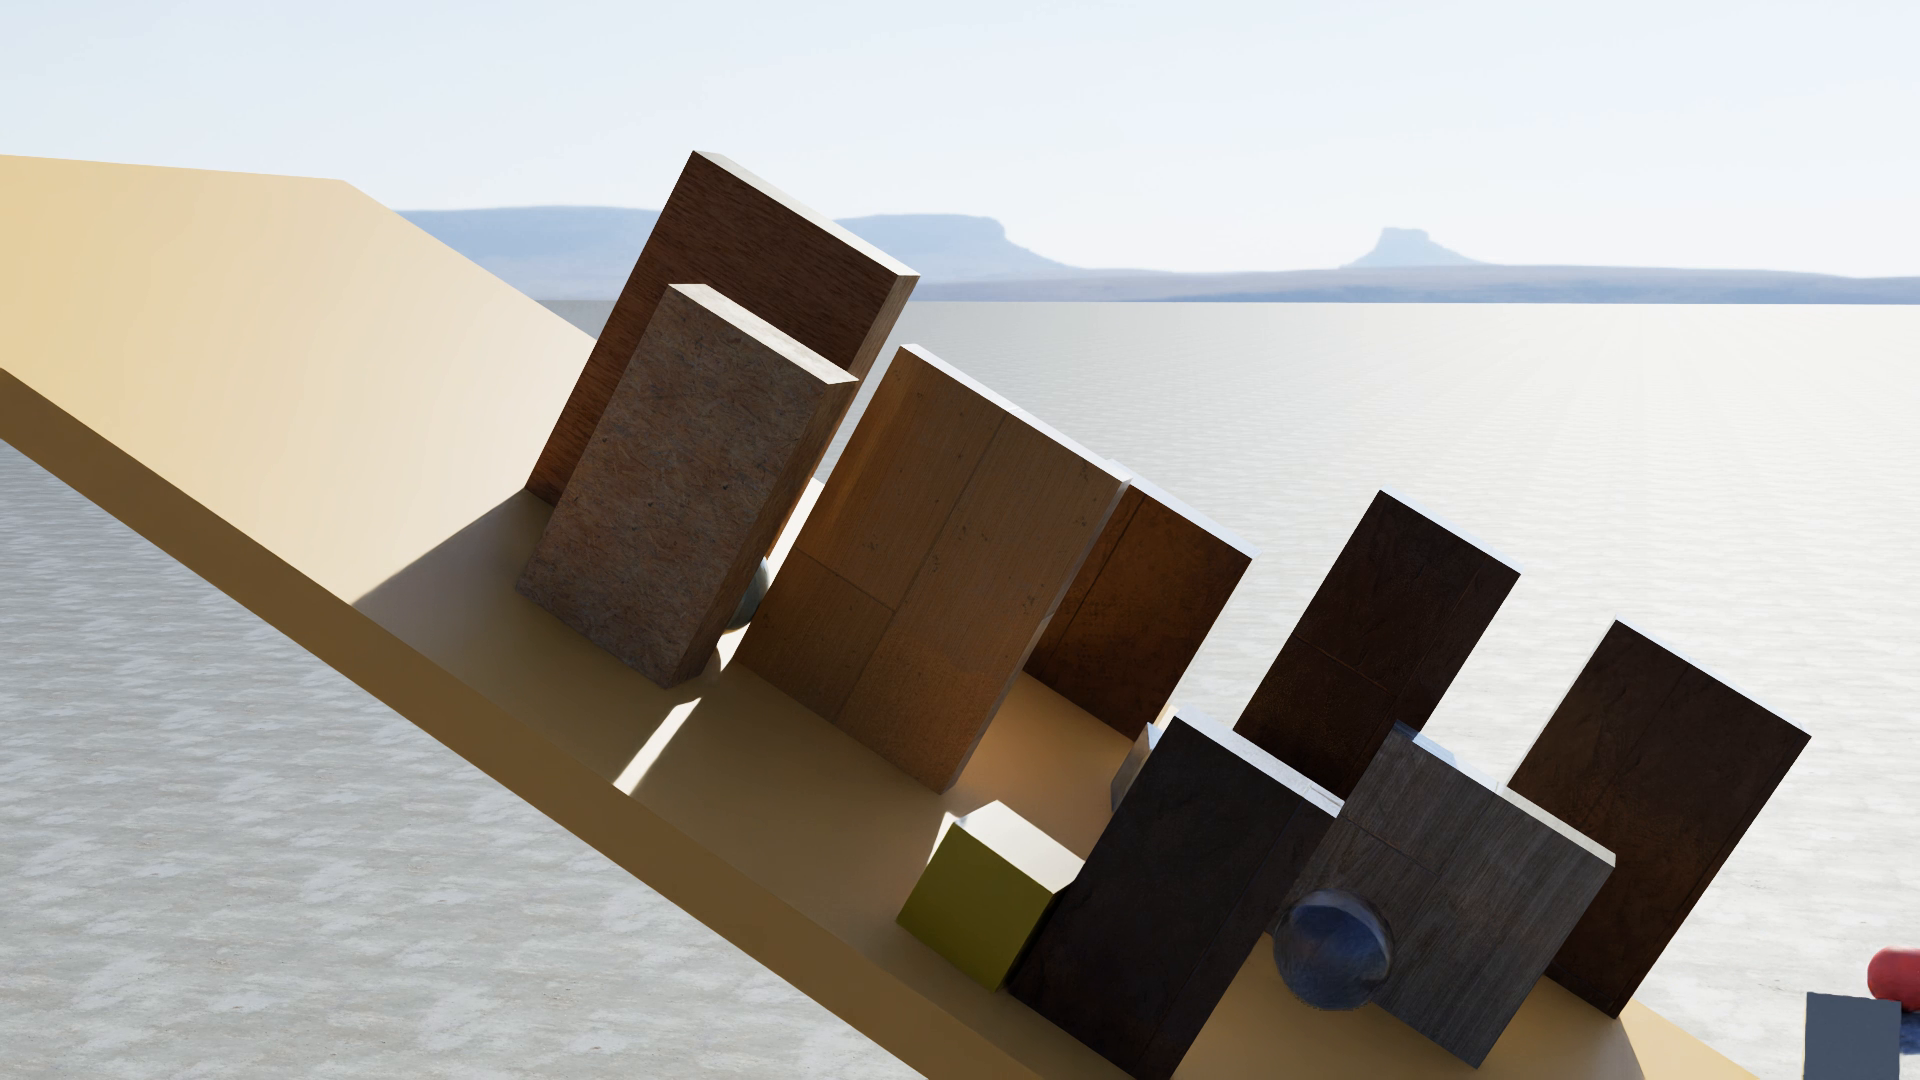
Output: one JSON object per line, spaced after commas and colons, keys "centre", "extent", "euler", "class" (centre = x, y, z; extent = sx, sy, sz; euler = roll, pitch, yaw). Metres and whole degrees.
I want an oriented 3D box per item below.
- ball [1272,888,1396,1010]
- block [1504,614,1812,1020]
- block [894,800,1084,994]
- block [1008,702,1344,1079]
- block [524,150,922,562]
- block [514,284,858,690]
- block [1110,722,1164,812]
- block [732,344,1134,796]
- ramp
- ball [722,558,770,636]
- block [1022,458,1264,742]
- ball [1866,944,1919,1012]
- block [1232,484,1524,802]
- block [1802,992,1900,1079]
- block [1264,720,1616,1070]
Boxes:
{"centre": [0.641, 0.700, 3.768], "extent": [0.207, 0.207, 0.207], "euler": [0, 7, 0], "class": "ball"}
{"centre": [1.357, 0.573, 4.549], "extent": [0.441, 0.715, 0.085], "euler": [32, 15, 11], "class": "block"}
{"centre": [0.052, 0.529, 3.279], "extent": [0.181, 0.181, 0.181], "euler": [34, 15, 16], "class": "block"}
{"centre": [0.309, 0.518, 3.181], "extent": [0.264, 0.492, 0.098], "euler": [32, 15, 11], "class": "block"}
{"centre": [-0.443, -0.288, 4.042], "extent": [0.447, 0.711, 0.127], "euler": [32, 15, 11], "class": "block"}
{"centre": [-0.452, -0.089, 3.614], "extent": [0.311, 0.579, 0.143], "euler": [32, 15, 11], "class": "block"}
{"centre": [0.388, 0.466, 4.205], "extent": [0.146, 0.146, 0.146], "euler": [28, 14, -4], "class": "block"}
{"centre": [-0.055, 0.051, 3.785], "extent": [0.444, 0.635, 0.084], "euler": [32, 15, 11], "class": "block"}
{"centre": [-0.188, 0.310, 4.130], "extent": [4.000, 0.100, 2.000], "euler": [32, 15, 11], "class": "ramp"}
{"centre": [-0.431, 0.073, 3.879], "extent": [0.194, 0.194, 0.194], "euler": [0, 7, 0], "class": "ball"}
{"centre": [0.350, 0.128, 4.640], "extent": [0.377, 0.464, 0.133], "euler": [32, 15, 11], "class": "block"}
{"centre": [2.368, 1.102, 5.524], "extent": [0.169, 0.169, 0.169], "euler": [0, 7, 0], "class": "ball"}
{"centre": [0.743, 0.298, 4.218], "extent": [0.300, 0.761, 0.119], "euler": [32, 15, 11], "class": "block"}
{"centre": [1.976, 1.131, 4.881], "extent": [0.192, 0.192, 0.192], "euler": [3, -24, 20], "class": "block"}
{"centre": [0.852, 0.631, 3.930], "extent": [0.442, 0.445, 0.090], "euler": [32, 15, 11], "class": "block"}
